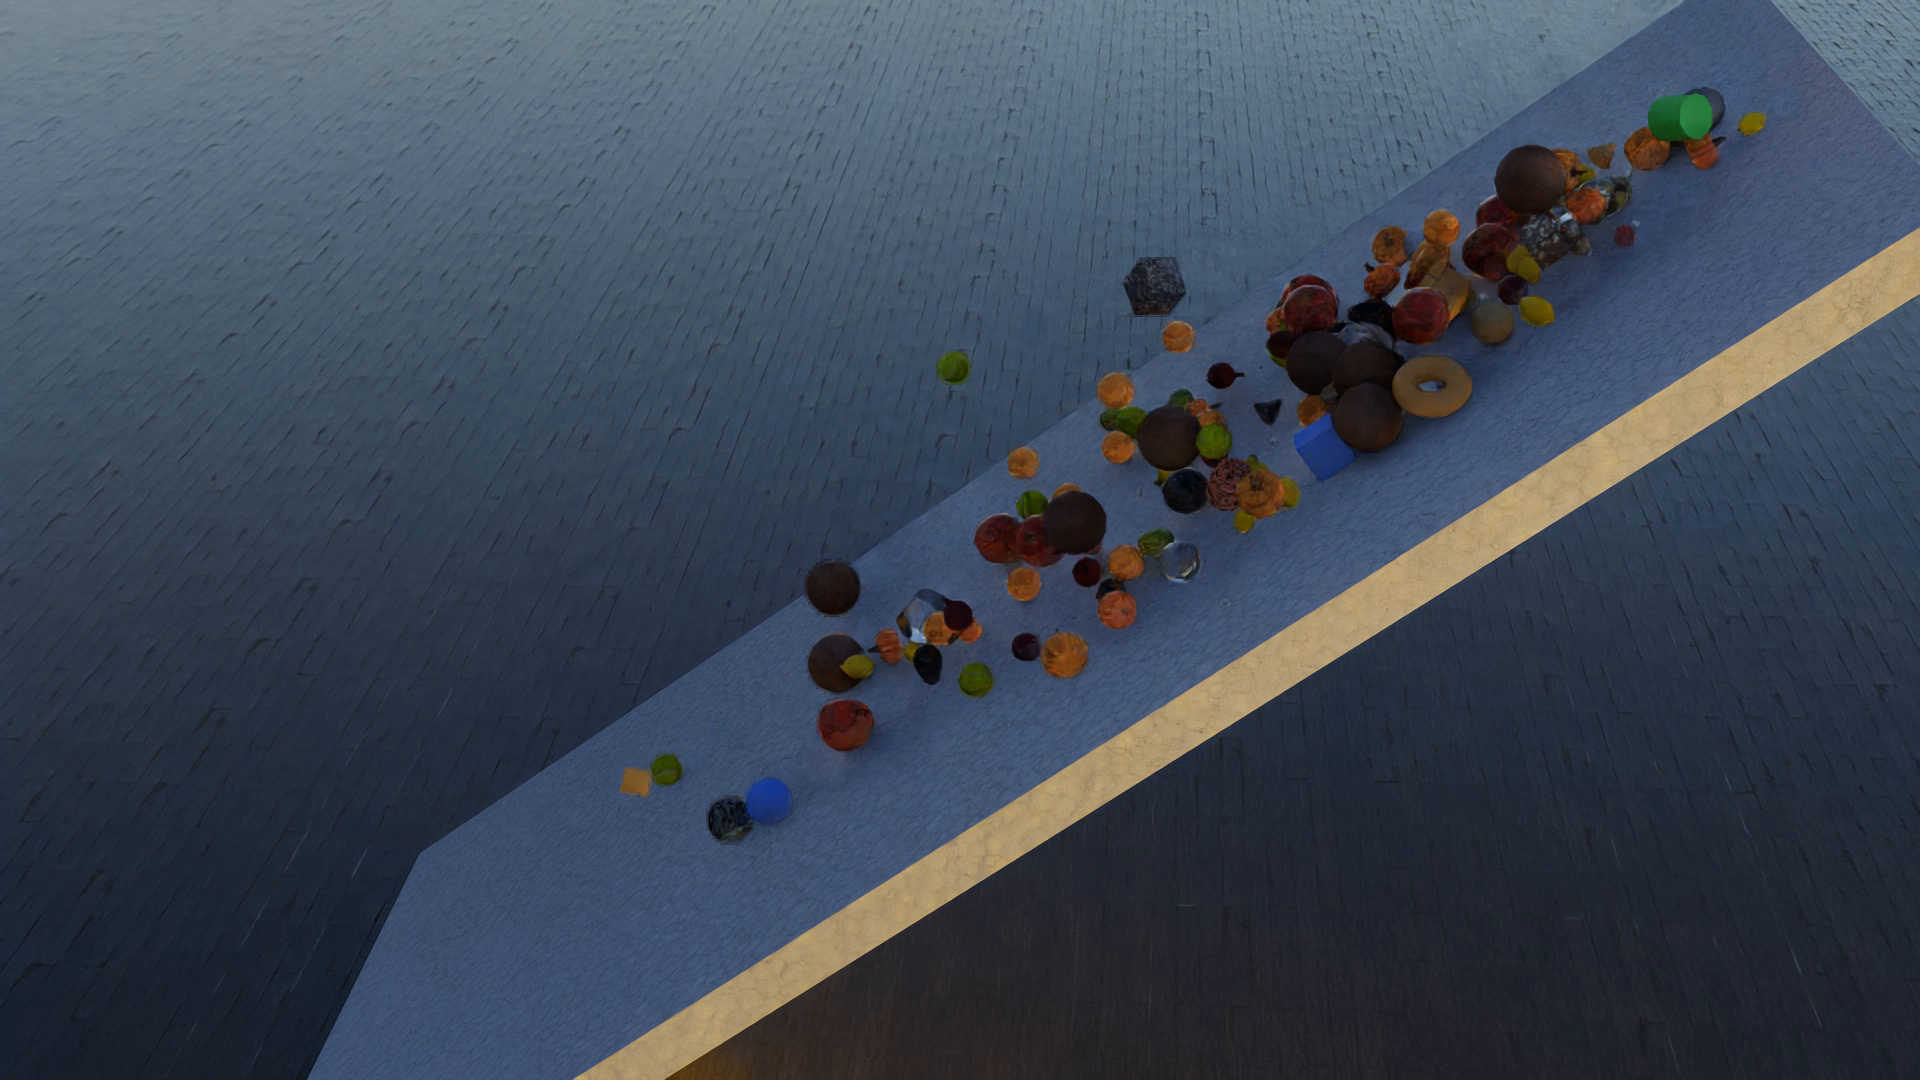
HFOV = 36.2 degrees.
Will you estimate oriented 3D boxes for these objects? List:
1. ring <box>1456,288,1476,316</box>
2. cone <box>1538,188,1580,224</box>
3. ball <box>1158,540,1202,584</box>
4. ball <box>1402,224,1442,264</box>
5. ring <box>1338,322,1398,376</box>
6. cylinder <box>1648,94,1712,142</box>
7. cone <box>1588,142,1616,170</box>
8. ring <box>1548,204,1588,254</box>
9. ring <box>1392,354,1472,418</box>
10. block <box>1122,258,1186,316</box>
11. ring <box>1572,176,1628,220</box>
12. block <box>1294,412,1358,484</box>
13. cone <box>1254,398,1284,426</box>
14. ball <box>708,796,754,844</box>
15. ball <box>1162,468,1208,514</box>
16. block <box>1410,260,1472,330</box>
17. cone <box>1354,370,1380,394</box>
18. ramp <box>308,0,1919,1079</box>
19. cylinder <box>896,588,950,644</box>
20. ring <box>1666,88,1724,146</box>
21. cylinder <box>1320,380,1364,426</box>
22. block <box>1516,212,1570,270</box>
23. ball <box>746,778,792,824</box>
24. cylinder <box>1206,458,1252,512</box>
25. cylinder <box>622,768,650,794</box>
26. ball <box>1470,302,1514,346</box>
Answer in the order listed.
[{"bbox_3d":[1.006,-0.478,5.953,0.090,0.030,0.090,-39,3,3],"label":"ring"},{"bbox_3d":[1.201,-0.631,5.804,0.090,0.090,0.090,-12,53,-26],"label":"cone"},{"bbox_3d":[0.426,0.043,5.693,0.083,0.083,0.083,0,22,0],"label":"ball"},{"bbox_3d":[0.965,-0.616,6.131,0.082,0.082,0.082,0,22,0],"label":"ball"},{"bbox_3d":[0.826,-0.387,5.945,0.131,0.044,0.131,11,49,-13],"label":"ring"},{"bbox_3d":[1.385,-0.812,5.656,0.086,0.086,0.086,-13,10,-29],"label":"cylinder"},{"bbox_3d":[1.308,-0.786,5.935,0.056,0.056,0.056,-42,37,-14],"label":"cone"},{"bbox_3d":[1.176,-0.600,5.683,0.037,0.111,0.111,-34,21,9],"label":"ring"},{"bbox_3d":[0.891,-0.291,5.553,0.150,0.050,0.150,-5,47,6],"label":"ring"},{"bbox_3d":[0.393,-0.512,5.947,0.082,0.082,0.082,-4,62,-29],"label":"block"},{"bbox_3d":[1.255,-0.670,5.764,0.112,0.112,0.037,-4,56,-9],"label":"ring"},{"bbox_3d":[0.706,-0.179,5.692,0.084,0.084,0.084,-34,16,14],"label":"block"},{"bbox_3d":[0.656,-0.279,6.145,0.058,0.058,0.058,-37,33,-10],"label":"cone"},{"bbox_3d":[-0.481,0.586,6.159,0.096,0.096,0.096,0,22,0],"label":"ball"},{"bbox_3d":[0.459,-0.100,5.965,0.096,0.096,0.096,0,22,0],"label":"ball"},{"bbox_3d":[0.956,-0.487,5.855,0.082,0.082,0.082,34,72,14],"label":"block"},{"bbox_3d":[0.810,-0.332,5.944,0.055,0.055,0.055,-36,19,14],"label":"cone"},{"bbox_3d":[0.131,0.178,6.317,4.000,0.100,2.000,-34,16,16],"label":"ramp"},{"bbox_3d":[-0.079,0.164,6.363,0.085,0.085,0.085,25,37,-21],"label":"cylinder"},{"bbox_3d":[1.472,-0.852,5.927,0.146,0.049,0.146,-32,29,20],"label":"ring"},{"bbox_3d":[0.754,-0.270,5.798,0.068,0.068,0.068,-22,24,10],"label":"cylinder"},{"bbox_3d":[1.138,-0.582,5.735,0.066,0.066,0.066,-34,38,15],"label":"block"},{"bbox_3d":[-0.396,0.541,6.097,0.097,0.097,0.097,0,22,0],"label":"ball"},{"bbox_3d":[0.523,-0.108,5.729,0.077,0.077,0.077,3,64,-7],"label":"cylinder"},{"bbox_3d":[-0.746,0.557,6.780,0.052,0.052,0.052,9,23,2],"label":"cylinder"},{"bbox_3d":[1.024,-0.417,5.655,0.084,0.084,0.084,0,22,0],"label":"ball"}]
